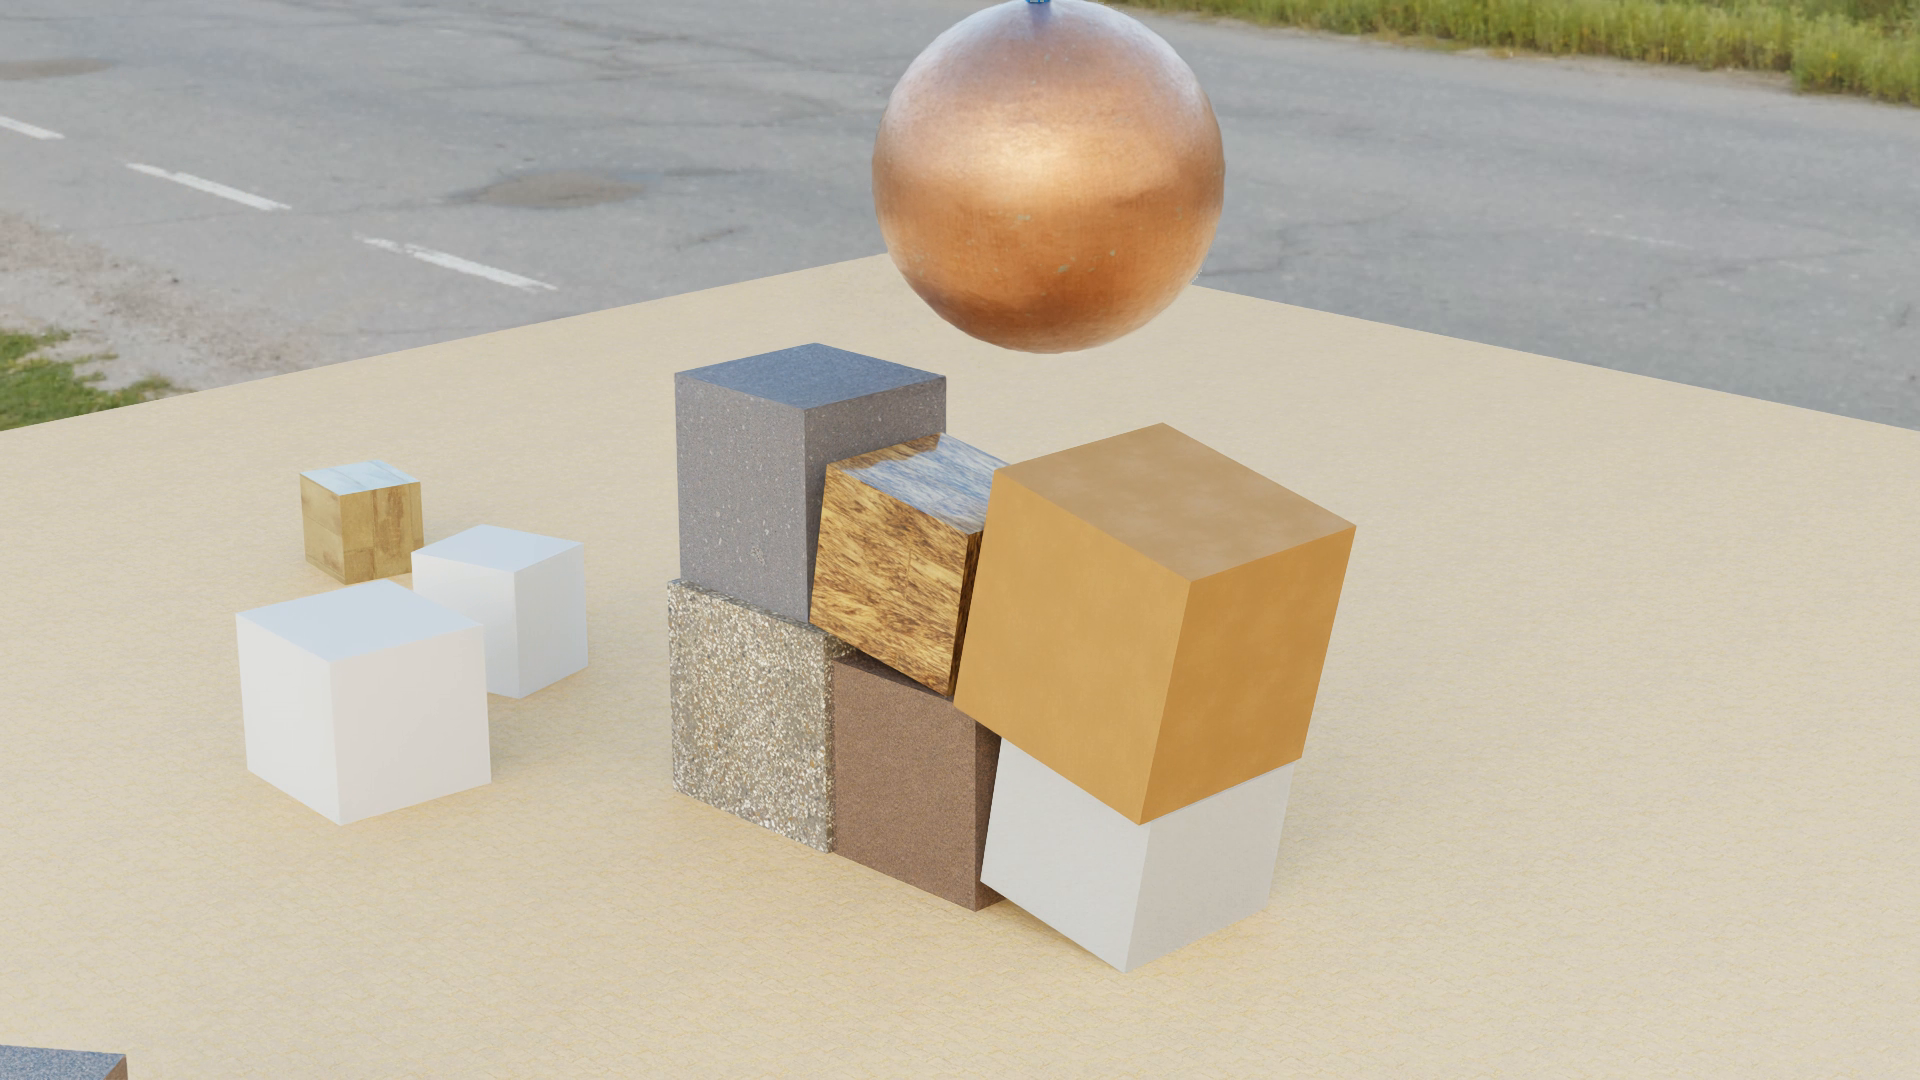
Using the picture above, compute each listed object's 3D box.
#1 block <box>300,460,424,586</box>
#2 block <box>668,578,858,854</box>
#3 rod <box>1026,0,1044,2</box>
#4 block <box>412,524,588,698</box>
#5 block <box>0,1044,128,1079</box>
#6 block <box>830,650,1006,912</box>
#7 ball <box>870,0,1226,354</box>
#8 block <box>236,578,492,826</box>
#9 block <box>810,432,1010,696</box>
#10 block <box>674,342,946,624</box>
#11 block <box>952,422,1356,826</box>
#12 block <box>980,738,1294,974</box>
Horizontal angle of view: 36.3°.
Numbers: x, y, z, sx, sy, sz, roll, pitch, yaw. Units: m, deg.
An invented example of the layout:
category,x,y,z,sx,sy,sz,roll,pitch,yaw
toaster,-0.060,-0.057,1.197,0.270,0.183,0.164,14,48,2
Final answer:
category,x,y,z,sx,sy,sz,roll,pitch,yaw
block,-3.623,-0.114,17.773,0.520,0.559,0.590,-12,21,-33
block,-0.634,0.719,14.259,1.080,1.078,1.115,-17,24,-42
rod,0.172,-4.804,12.013,0.080,5.200,0.080,17,29,42
block,-2.499,0.380,15.950,0.698,0.711,0.600,10,20,29
block,-3.319,2.267,9.611,0.927,0.912,0.882,3,18,8
block,0.090,0.997,13.573,0.996,0.959,0.931,-17,24,-42
ball,0.398,-1.642,13.243,1.600,1.600,1.600,0,17,0
block,-2.944,0.781,14.477,0.838,0.829,0.938,-14,22,-38
block,-0.071,0.094,13.304,0.878,0.790,0.750,27,30,36
block,-0.708,-0.294,13.986,0.884,1.019,0.935,-16,24,-41
block,0.820,0.330,12.569,1.069,1.148,1.117,-17,36,-42
block,0.777,1.243,12.904,0.945,0.745,0.878,-17,34,-42
